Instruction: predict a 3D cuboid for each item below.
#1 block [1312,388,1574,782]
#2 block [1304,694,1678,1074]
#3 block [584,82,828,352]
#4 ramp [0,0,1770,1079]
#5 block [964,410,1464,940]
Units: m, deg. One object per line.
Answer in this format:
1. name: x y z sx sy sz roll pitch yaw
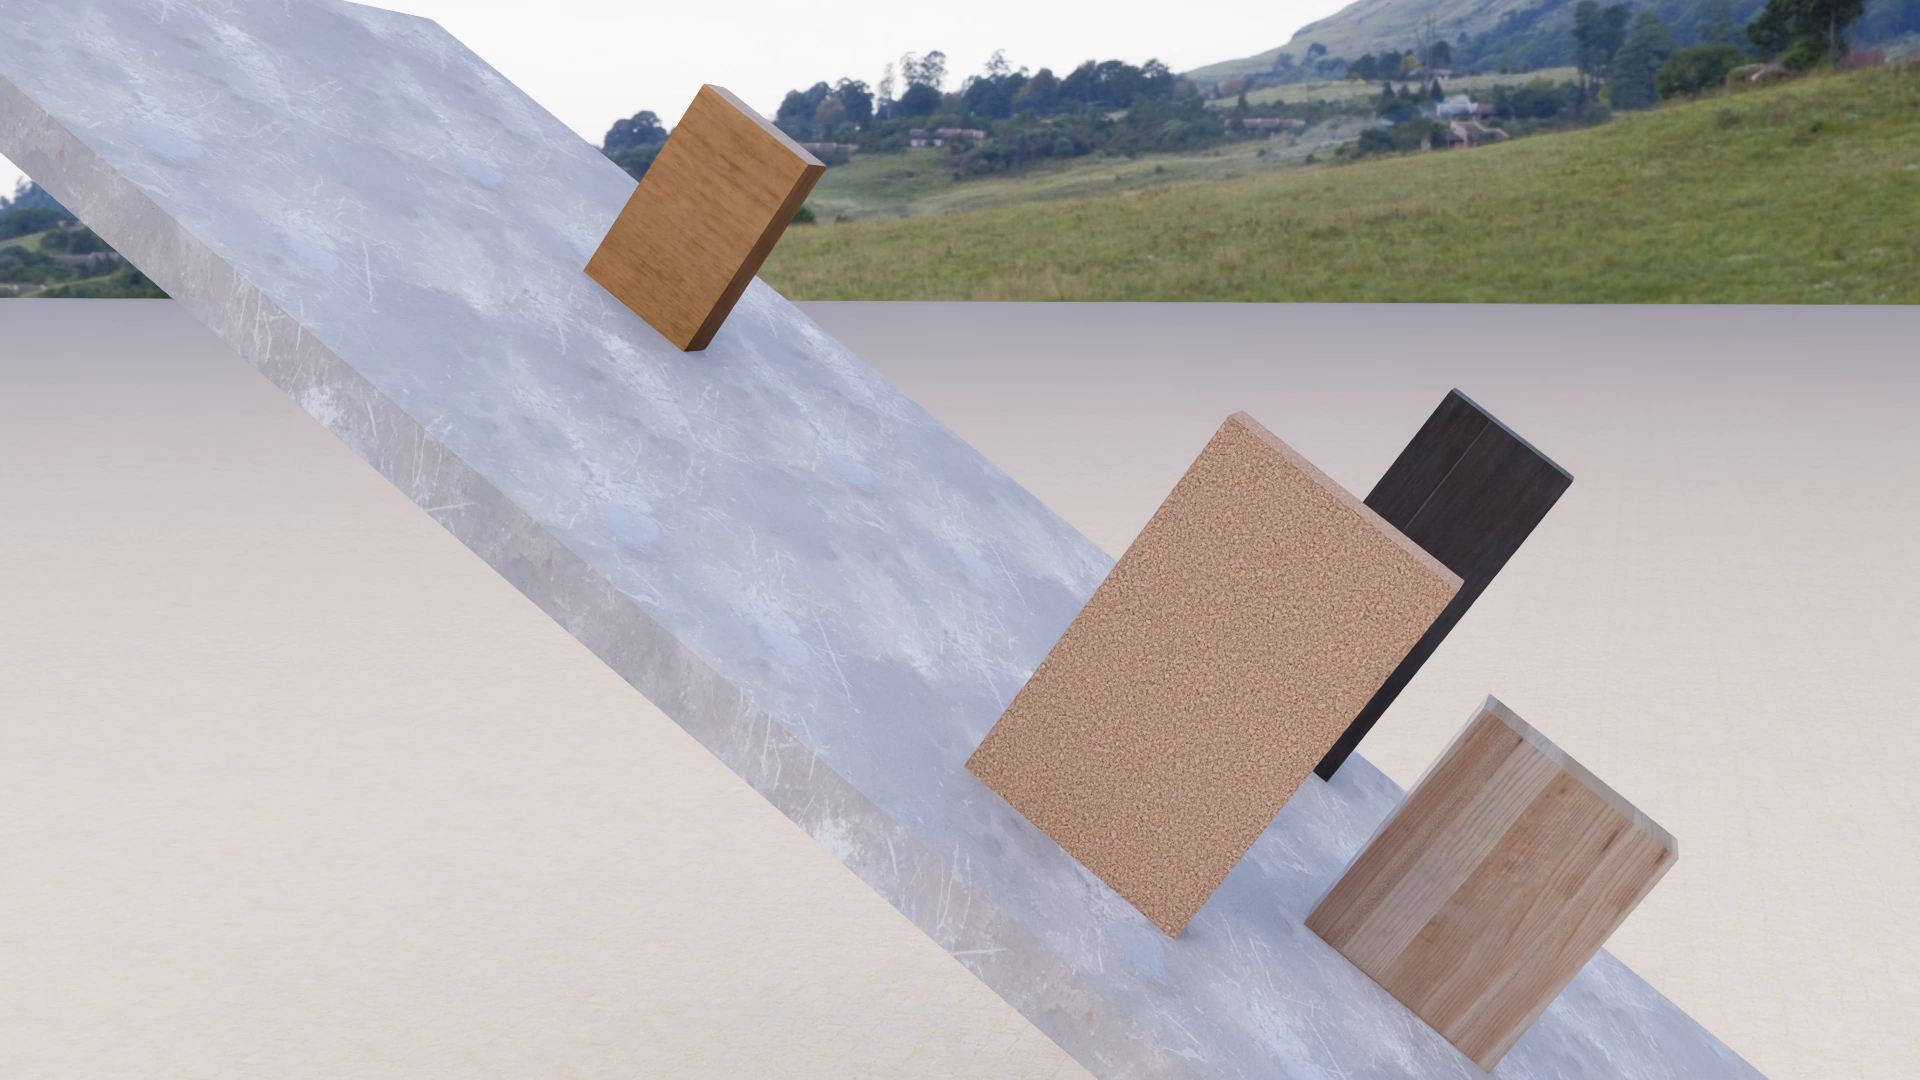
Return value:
1. block: 0.879 0.095 4.491 0.297 0.789 0.103 39 16 9
2. block: 0.887 0.574 3.688 0.387 0.484 0.131 39 16 9
3. block: -0.501 -0.629 4.310 0.265 0.446 0.103 39 16 9
4. ramp: -0.063 0.125 4.069 4.000 0.100 2.000 39 16 9
5. block: 0.374 0.204 3.309 0.413 0.681 0.114 39 16 9
